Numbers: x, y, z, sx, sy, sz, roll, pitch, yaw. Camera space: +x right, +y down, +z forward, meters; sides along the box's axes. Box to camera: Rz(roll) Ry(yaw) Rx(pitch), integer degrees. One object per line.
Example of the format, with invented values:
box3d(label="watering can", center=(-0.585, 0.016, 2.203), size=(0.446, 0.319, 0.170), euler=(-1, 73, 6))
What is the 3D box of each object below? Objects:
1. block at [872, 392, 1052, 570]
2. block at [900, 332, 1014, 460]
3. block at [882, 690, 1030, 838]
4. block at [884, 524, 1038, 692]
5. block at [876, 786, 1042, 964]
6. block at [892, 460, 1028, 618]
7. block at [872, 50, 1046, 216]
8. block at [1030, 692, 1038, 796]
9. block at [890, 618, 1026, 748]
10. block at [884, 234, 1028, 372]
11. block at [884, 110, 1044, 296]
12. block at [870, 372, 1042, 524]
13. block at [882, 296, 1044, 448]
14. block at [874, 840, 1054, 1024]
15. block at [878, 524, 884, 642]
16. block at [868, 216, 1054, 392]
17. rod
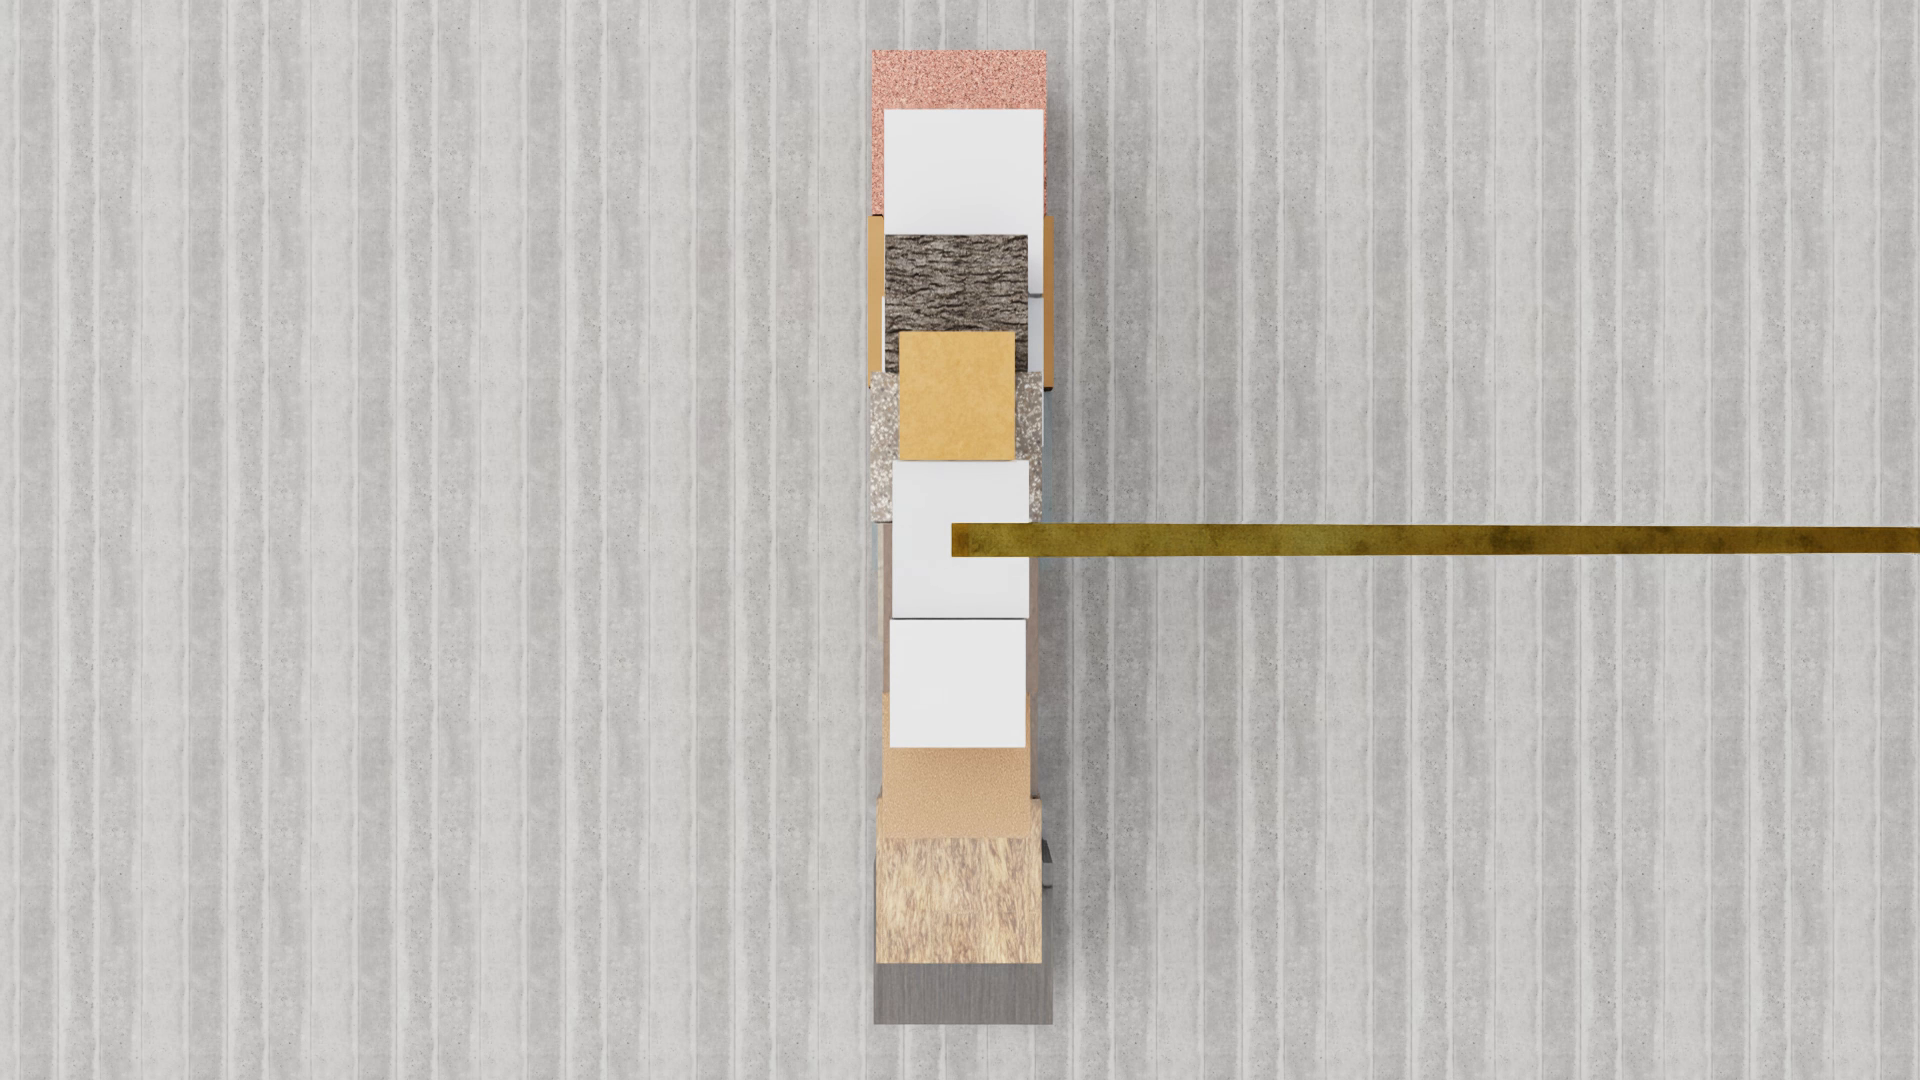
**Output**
box3d(label="block", center=(0.010, -0.328, 12.600), size=(1.001, 0.800, 0.991), euler=(0, 90, 0))
box3d(label="block", center=(-0.013, -0.646, 10.119), size=(0.516, 0.571, 0.573), euler=(0, 90, 0))
box3d(label="block", center=(-0.017, 1.083, 10.920), size=(0.712, 0.660, 0.709), euler=(0, 90, 0))
box3d(label="block", center=(0.004, 0.324, 10.835), size=(0.738, 0.756, 0.805), euler=(0, 90, 0))
box3d(label="block", center=(-0.006, 1.749, 11.657), size=(0.844, 0.829, 0.837), euler=(0, 89, 0))
box3d(label="block", center=(0.004, -0.003, 10.175), size=(0.613, 0.566, 0.710), euler=(0, 90, 0))
box3d(label="block", center=(-0.004, -2.216, 12.473), size=(0.949, 1.055, 0.889), euler=(0, 90, 0))
box3d(label="block", center=(0.007, 0.929, 11.756), size=(0.786, 0.794, 0.794), euler=(0, 90, 0))
box3d(label="block", center=(-0.010, 0.643, 10.140), size=(0.605, 0.631, 0.568), euler=(0, 90, 0))
box3d(label="block", center=(-0.017, -1.126, 10.718), size=(0.678, 0.634, 0.644), euler=(0, 90, 0))
box3d(label="block", center=(0.019, -1.706, 11.488), size=(0.797, 0.917, 0.920), euler=(0, 91, 0))
box3d(label="block", center=(-0.017, -0.444, 10.838), size=(0.815, 0.756, 0.714), euler=(0, 90, 0))
box3d(label="block", center=(0.014, -0.859, 11.602), size=(0.825, 0.725, 0.768), euler=(0, 90, 0))
box3d(label="block", center=(0.018, 2.217, 12.536), size=(0.986, 0.928, 0.886), euler=(0, 90, 0))
box3d(label="block", center=(-0.010, 0.026, 11.684), size=(0.817, 0.940, 0.988), euler=(0, 90, 0))
box3d(label="block", center=(0.004, -1.298, 12.482), size=(1.010, 1.035, 0.928), euler=(0, 90, 0))
box3d(label="rod", center=(2.234, 0.000, 6.425), size=(5.200, 0.080, 0.080), euler=(0, 90, -31))
